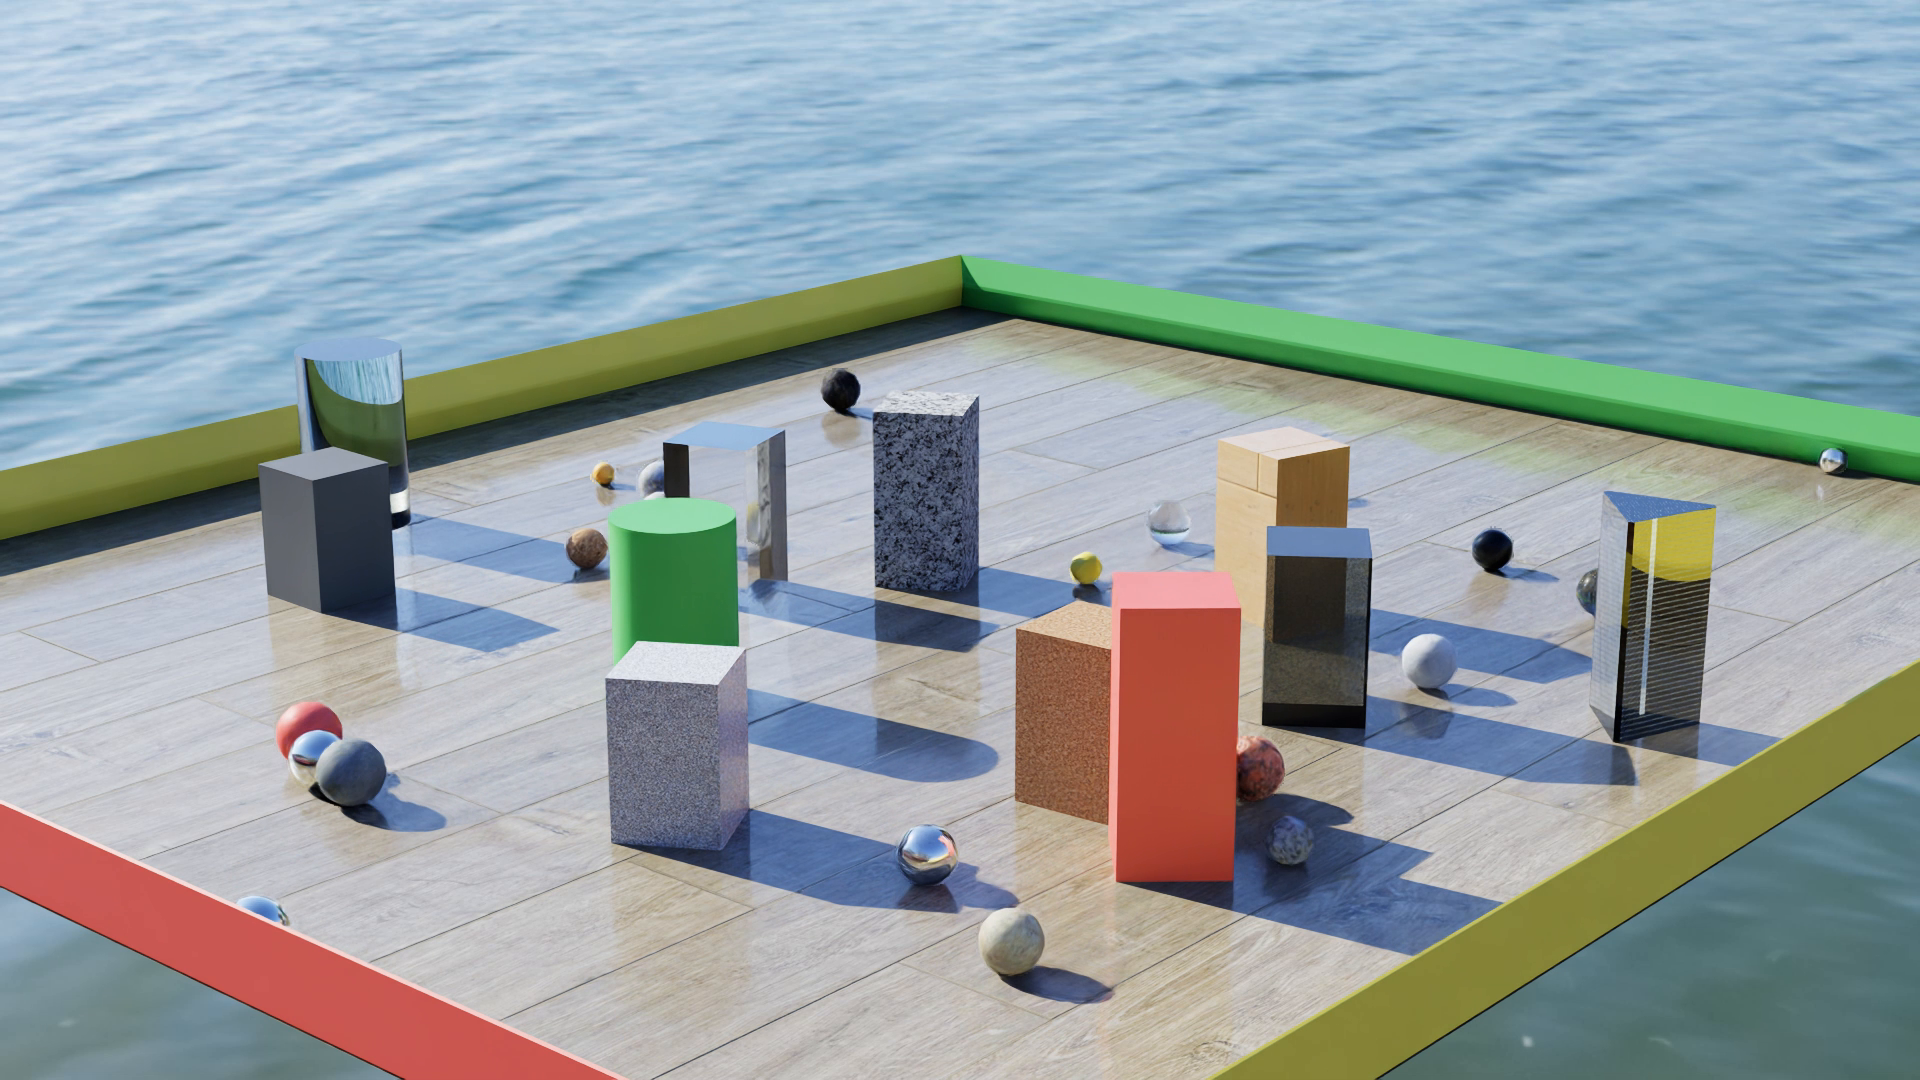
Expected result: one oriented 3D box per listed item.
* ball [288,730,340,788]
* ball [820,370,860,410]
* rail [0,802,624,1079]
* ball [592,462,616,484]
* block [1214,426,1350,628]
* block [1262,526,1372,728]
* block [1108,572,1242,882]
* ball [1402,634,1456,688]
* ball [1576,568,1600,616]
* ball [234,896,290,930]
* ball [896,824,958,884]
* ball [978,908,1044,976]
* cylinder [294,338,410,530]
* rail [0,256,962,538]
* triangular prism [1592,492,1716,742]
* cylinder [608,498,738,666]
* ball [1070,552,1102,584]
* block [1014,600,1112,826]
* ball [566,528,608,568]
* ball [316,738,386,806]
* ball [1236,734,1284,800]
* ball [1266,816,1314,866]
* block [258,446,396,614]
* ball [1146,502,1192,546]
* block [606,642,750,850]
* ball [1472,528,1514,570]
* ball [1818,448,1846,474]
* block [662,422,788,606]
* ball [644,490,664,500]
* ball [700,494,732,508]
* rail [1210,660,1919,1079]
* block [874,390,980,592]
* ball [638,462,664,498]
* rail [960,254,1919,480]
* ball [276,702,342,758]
[{"bbox_3d":[-0.930,0.317,4.252,0.085,0.085,0.085,0,17,0],"label":"ball"},{"bbox_3d":[-0.260,-0.327,6.386,0.087,0.087,0.087,0,17,0],"label":"ball"},{"bbox_3d":[-1.169,0.421,3.831,3.131,0.128,0.045,14,22,39],"label":"rail"},{"bbox_3d":[-0.706,-0.132,5.813,0.044,0.044,0.044,0,17,0],"label":"ball"},{"bbox_3d":[0.547,-0.021,5.001,0.158,0.300,0.158,-11,20,-32],"label":"block"},{"bbox_3d":[0.550,0.133,4.536,0.158,0.273,0.158,2,17,5],"label":"block"},{"bbox_3d":[0.287,0.251,3.952,0.158,0.385,0.158,0,17,-1],"label":"block"},{"bbox_3d":[0.746,0.192,4.663,0.087,0.087,0.087,0,17,0],"label":"ball"},{"bbox_3d":[1.096,0.090,5.008,0.084,0.084,0.084,0,17,0],"label":"ball"},{"bbox_3d":[-0.885,0.489,3.679,0.086,0.086,0.086,0,17,0],"label":"ball"},{"bbox_3d":[-0.044,0.420,3.918,0.081,0.081,0.081,0,17,0],"label":"ball"},{"bbox_3d":[0.063,0.500,3.650,0.083,0.083,0.083,0,17,0],"label":"ball"},{"bbox_3d":[-1.143,-0.196,5.523,0.197,0.335,0.197,0,17,0],"label":"cylinder"},{"bbox_3d":[-1.164,-0.260,6.088,0.045,0.128,3.613,14,22,39],"label":"rail"},{"bbox_3d":[1.027,0.110,4.486,0.171,0.348,0.148,-10,19,-29],"label":"triangular prism"},{"bbox_3d":[-0.445,0.106,4.580,0.197,0.301,0.197,0,17,0],"label":"cylinder"},{"bbox_3d":[0.224,0.049,5.191,0.056,0.056,0.056,0,17,0],"label":"ball"},{"bbox_3d":[0.189,0.244,4.189,0.158,0.261,0.158,12,20,34],"label":"block"},{"bbox_3d":[-0.671,0.015,5.278,0.073,0.073,0.073,0,17,0],"label":"ball"},{"bbox_3d":[-0.869,0.331,4.184,0.098,0.098,0.098,0,17,0],"label":"ball"},{"bbox_3d":[0.418,0.327,4.205,0.094,0.094,0.094,0,17,0],"label":"ball"},{"bbox_3d":[0.449,0.408,3.983,0.066,0.066,0.066,0,17,0],"label":"ball"},{"bbox_3d":[-1.101,-0.019,5.106,0.158,0.237,0.158,15,22,40],"label":"block"},{"bbox_3d":[0.386,-0.030,5.410,0.083,0.083,0.083,0,17,0],"label":"ball"},{"bbox_3d":[-0.392,0.285,4.086,0.158,0.242,0.158,3,17,10],"label":"block"},{"bbox_3d":[0.957,0.017,5.268,0.074,0.074,0.074,0,17,0],"label":"ball"},{"bbox_3d":[1.753,-0.160,5.891,0.053,0.053,0.053,0,17,0],"label":"ball"},{"bbox_3d":[-0.408,-0.047,5.125,0.158,0.279,0.158,7,18,21],"label":"block"},{"bbox_3d":[-0.548,-0.042,5.420,0.098,0.098,0.098,0,17,0],"label":"ball"},{"bbox_3d":[-0.461,-0.045,5.455,0.081,0.081,0.081,0,17,0],"label":"ball"},{"bbox_3d":[1.164,0.324,4.152,0.045,0.128,3.613,14,22,39],"label":"rail"},{"bbox_3d":[-0.058,-0.088,5.193,0.158,0.319,0.158,3,17,11],"label":"block"},{"bbox_3d":[-0.582,-0.111,5.680,0.084,0.084,0.084,0,17,0],"label":"ball"},{"bbox_3d":[1.169,-0.356,6.409,3.131,0.128,0.045,14,22,39],"label":"rail"},{"bbox_3d":[-0.962,0.286,4.334,0.097,0.097,0.097,0,17,0],"label":"ball"}]
